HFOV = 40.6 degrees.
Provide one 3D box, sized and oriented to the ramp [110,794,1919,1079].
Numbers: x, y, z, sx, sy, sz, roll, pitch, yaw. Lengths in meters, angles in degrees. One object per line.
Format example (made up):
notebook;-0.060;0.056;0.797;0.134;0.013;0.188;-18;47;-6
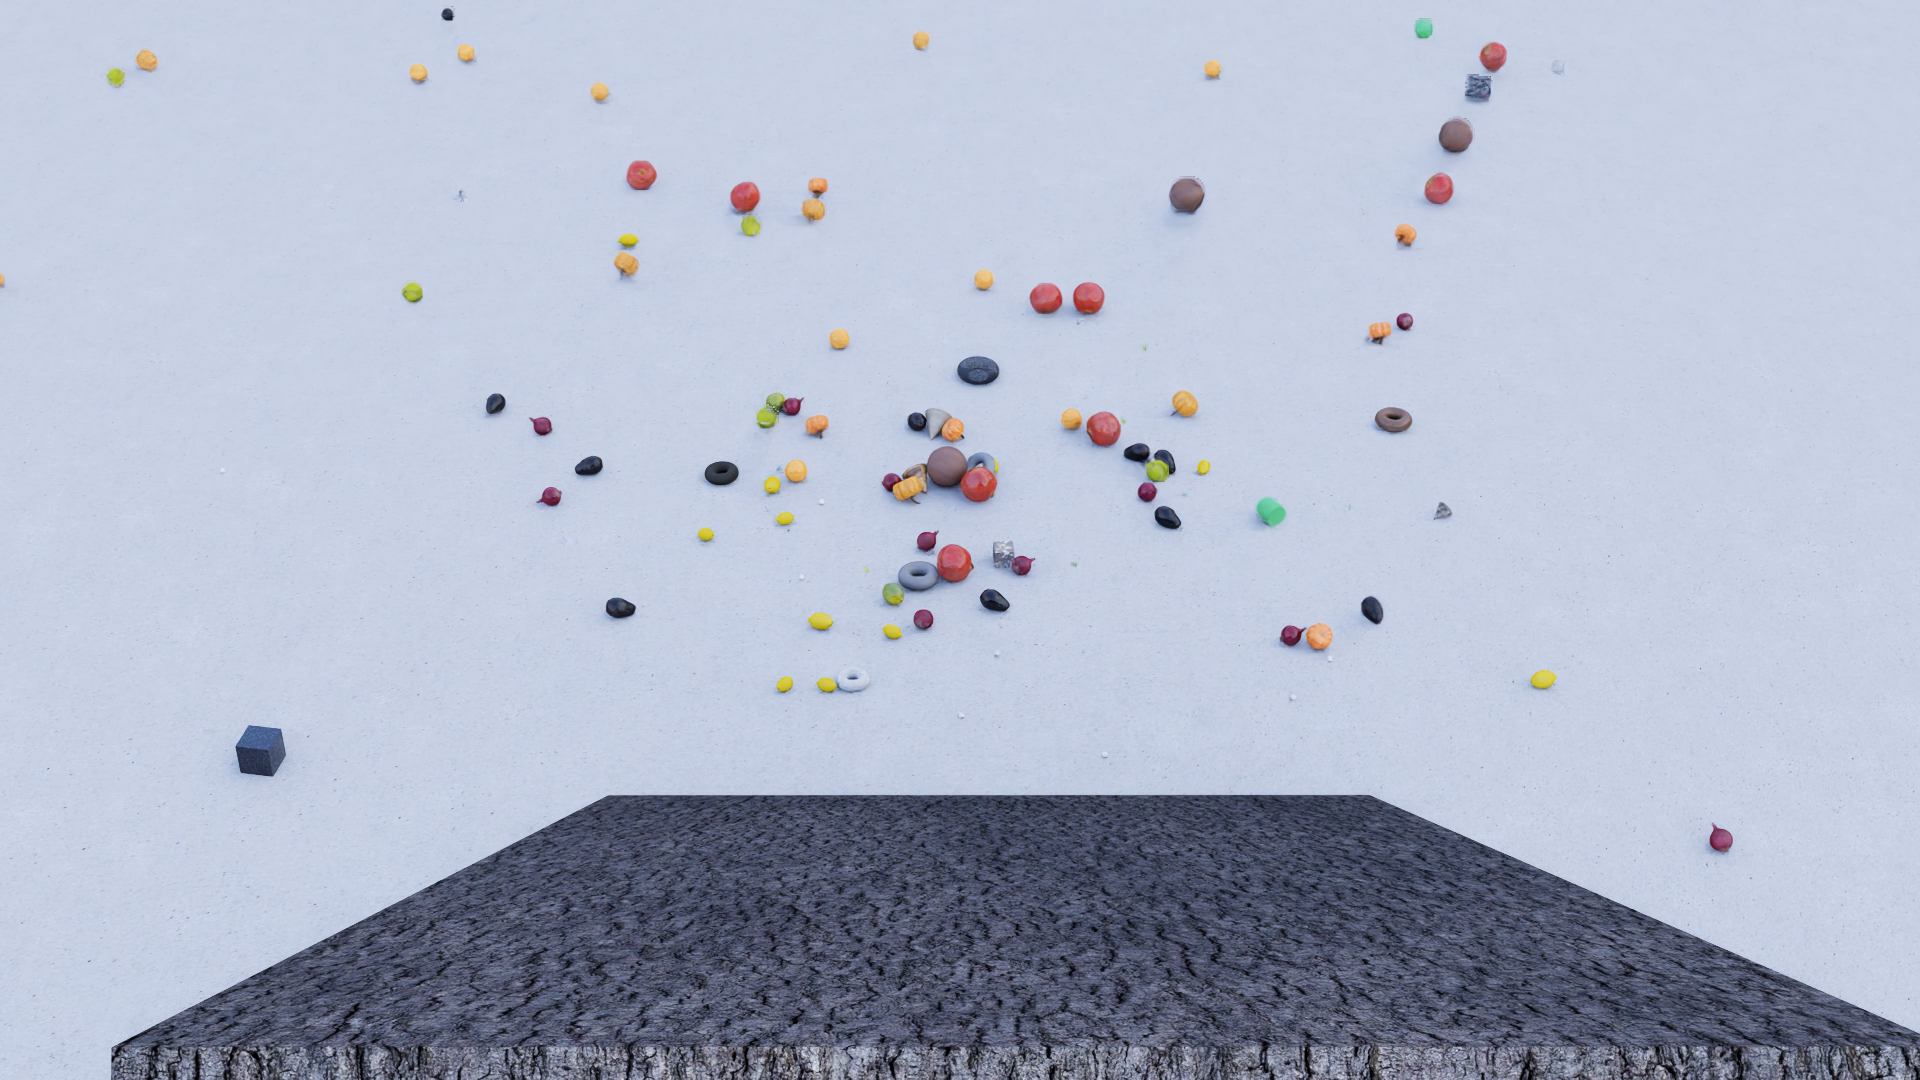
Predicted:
ramp;0.077;0.661;4.822;2.000;0.100;4.000;0;-2;0

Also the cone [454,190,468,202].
cone;-1.889;-1.288;9.771;0.050;0.050;0.050;-19;30;20

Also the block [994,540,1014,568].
block;0.131;0.044;7.817;0.058;0.058;0.058;-3;35;-4

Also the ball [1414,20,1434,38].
ball;1.963;-2.160;10.981;0.077;0.077;0.077;0;35;0

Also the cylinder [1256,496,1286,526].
cylinder;0.957;-0.088;7.999;0.066;0.066;0.066;-17;38;-23

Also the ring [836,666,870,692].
ring;-0.304;0.392;7.336;0.098;0.033;0.098;1;34;-1

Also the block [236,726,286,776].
block;-1.891;0.570;7.025;0.093;0.093;0.093;6;35;8

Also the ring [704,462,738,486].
ring;-0.753;-0.211;8.204;0.109;0.036;0.109;-1;34;1

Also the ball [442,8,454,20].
ball;-2.198;-2.253;11.139;0.052;0.052;0.052;0;35;0

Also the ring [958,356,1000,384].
ring;0.061;-0.568;8.710;0.143;0.048;0.143;1;35;-1

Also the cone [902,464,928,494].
cone;-0.123;-0.179;8.153;0.090;0.090;0.090;-17;65;-23

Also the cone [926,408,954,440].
cone;-0.082;-0.360;8.413;0.096;0.096;0.096;12;65;17

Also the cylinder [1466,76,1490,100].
cylinder;2.090;-1.820;10.478;0.091;0.091;0.091;4;35;6

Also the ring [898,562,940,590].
ring;-0.123;0.107;7.740;0.126;0.042;0.126;-1;34;1

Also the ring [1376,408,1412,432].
ring;1.413;-0.392;8.462;0.122;0.041;0.122;1;34;-1

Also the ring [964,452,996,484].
ring;0.062;-0.227;8.190;0.109;0.036;0.109;-13;61;24

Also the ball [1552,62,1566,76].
ball;2.463;-1.940;10.685;0.055;0.055;0.055;0;35;0
